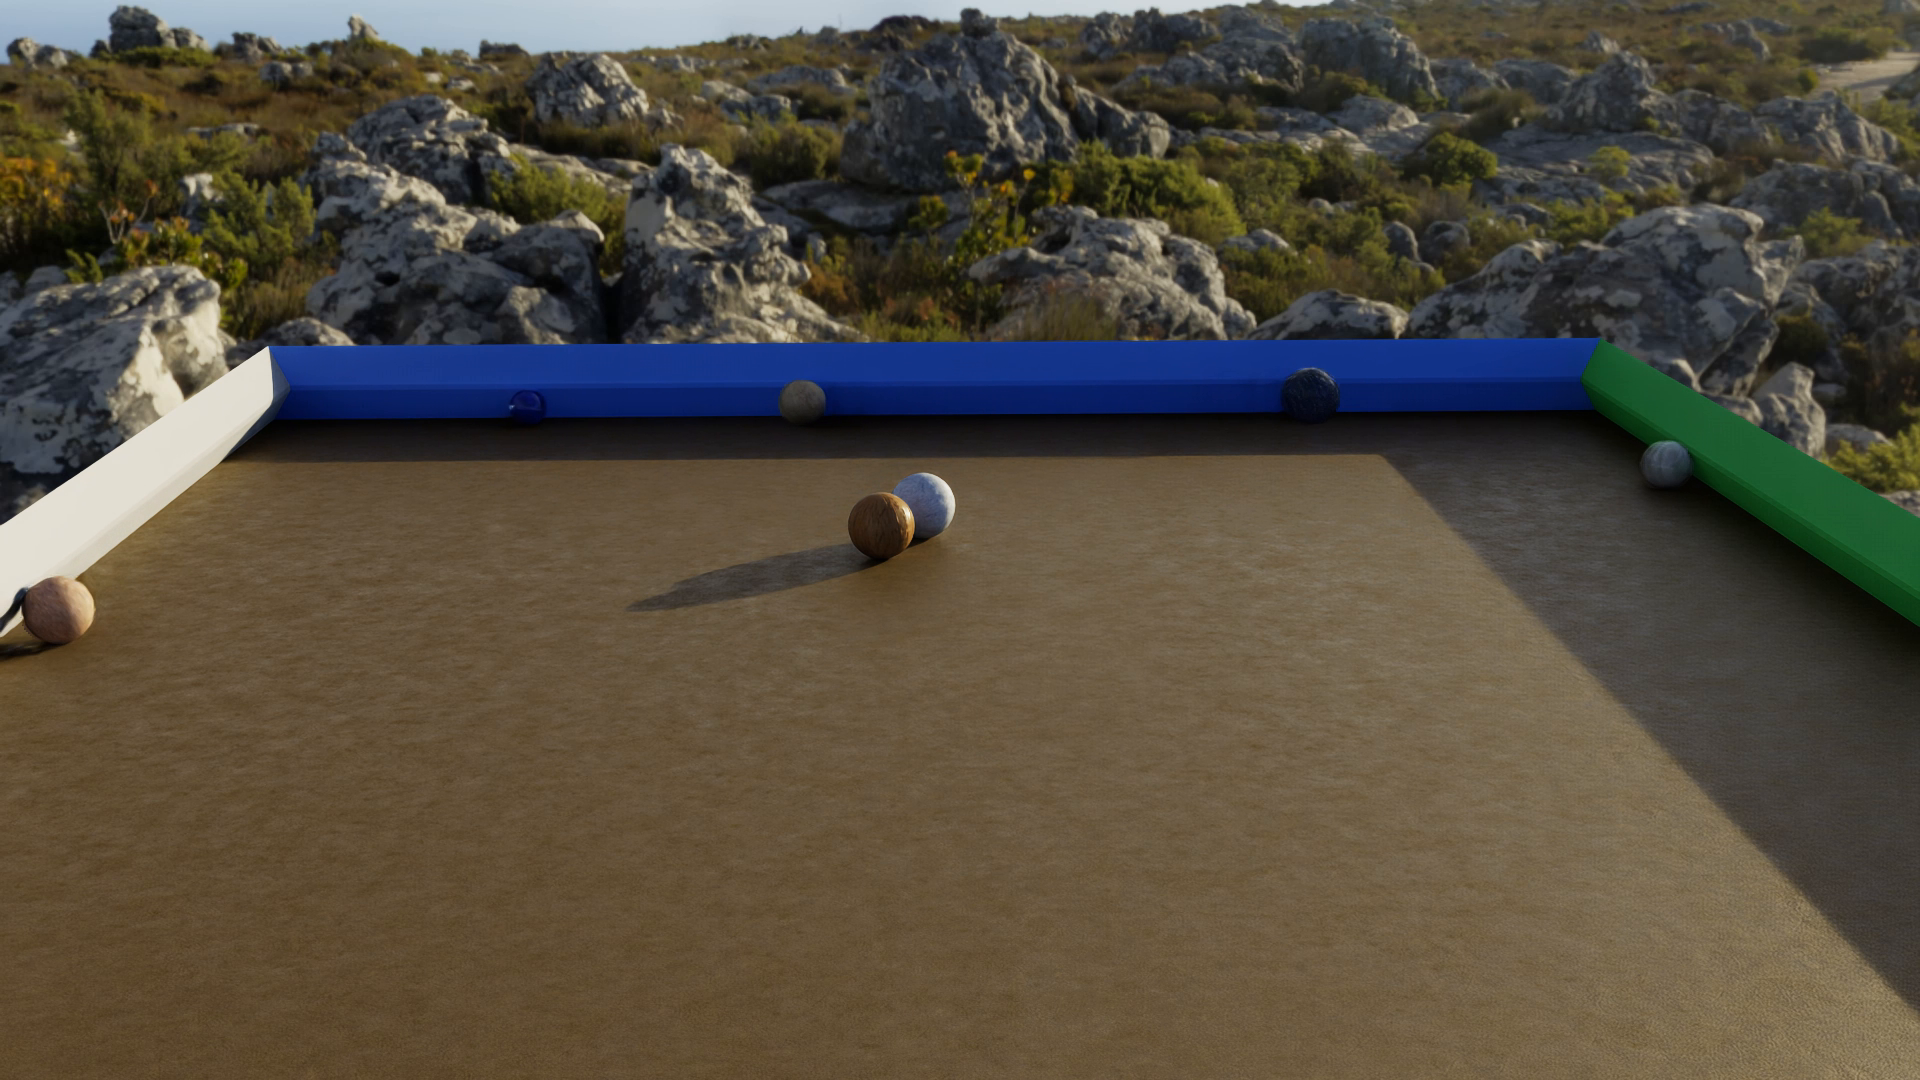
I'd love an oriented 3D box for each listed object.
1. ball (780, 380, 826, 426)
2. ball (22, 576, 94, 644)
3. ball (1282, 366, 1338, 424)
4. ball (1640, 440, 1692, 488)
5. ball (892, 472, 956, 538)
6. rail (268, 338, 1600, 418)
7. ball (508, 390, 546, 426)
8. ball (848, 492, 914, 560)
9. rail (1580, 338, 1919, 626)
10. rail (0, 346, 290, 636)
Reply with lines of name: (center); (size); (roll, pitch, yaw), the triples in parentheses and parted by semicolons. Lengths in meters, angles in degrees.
ball: (-0.261, -0.229, 3.658); (0.077, 0.077, 0.077); (0, 15, 0)
ball: (-1.040, 0.081, 2.537); (0.078, 0.078, 0.078); (0, 15, 0)
ball: (0.584, -0.241, 3.671); (0.095, 0.095, 0.095); (0, 15, 0)
ball: (1.042, -0.112, 3.246); (0.071, 0.071, 0.071); (0, 15, 0)
ball: (-0.051, -0.046, 2.975); (0.089, 0.089, 0.089); (0, 15, 0)
rail: (-0.032, -0.269, 3.713); (2.258, 0.123, 0.045); (-1, 15, -2)
ball: (-0.721, -0.221, 3.662); (0.060, 0.060, 0.060); (0, 15, 0)
ball: (-0.103, -0.019, 2.879); (0.088, 0.088, 0.088); (0, 15, 0)
rail: (1.137, 0.221, 1.939); (0.045, 0.123, 3.805); (-1, 15, -2)
rail: (-1.073, 0.241, 1.867); (0.045, 0.123, 3.805); (-1, 15, -2)
